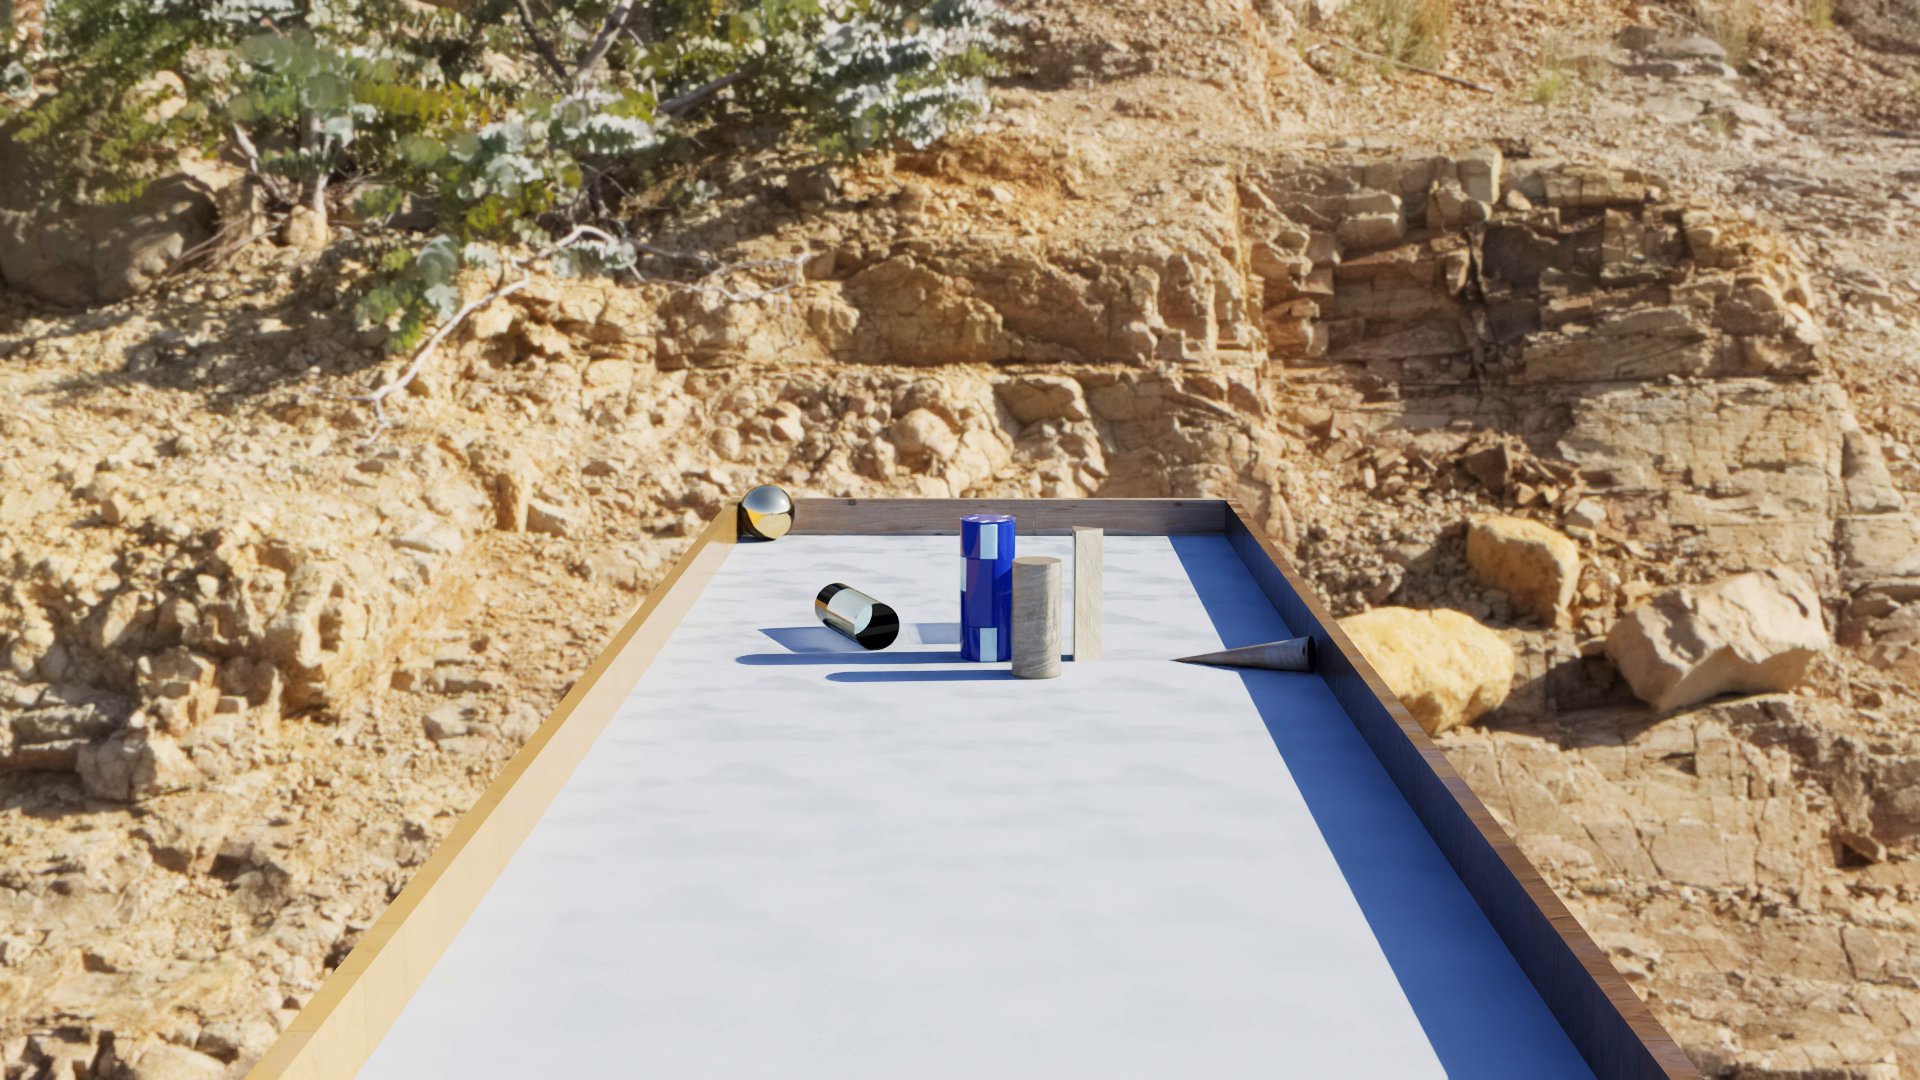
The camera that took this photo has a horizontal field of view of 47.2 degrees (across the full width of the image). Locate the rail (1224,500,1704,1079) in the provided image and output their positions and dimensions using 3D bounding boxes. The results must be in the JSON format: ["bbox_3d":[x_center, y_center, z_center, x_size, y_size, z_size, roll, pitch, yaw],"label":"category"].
[{"bbox_3d":[1.046,0.843,3.208,0.050,0.150,12.000,0,9,1],"label":"rail"}]

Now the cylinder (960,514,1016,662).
[{"bbox_3d":[0.084,0.146,6.720,0.169,0.429,0.169,0,9,0],"label":"cylinder"}]

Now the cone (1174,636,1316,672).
[{"bbox_3d":[0.837,0.353,6.610,0.449,0.109,0.109,-4,7,23],"label":"cone"}]

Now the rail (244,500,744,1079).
[{"bbox_3d":[-1.004,0.839,3.234,0.050,0.150,12.000,0,9,1],"label":"rail"}]

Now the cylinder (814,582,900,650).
[{"bbox_3d":[-0.331,0.241,7.008,0.150,0.150,0.391,-4,10,-22],"label":"cylinder"}]

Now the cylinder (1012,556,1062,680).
[{"bbox_3d":[0.225,0.228,6.477,0.147,0.342,0.147,0,9,0],"label":"cylinder"}]

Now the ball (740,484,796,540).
[{"bbox_3d":[-0.789,-0.114,9.000,0.228,0.228,0.228,0,9,0],"label":"ball"}]

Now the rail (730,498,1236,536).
[{"bbox_3d":[0.099,-0.098,9.147,2.100,0.150,0.050,0,9,1],"label":"rail"}]

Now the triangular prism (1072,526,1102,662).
[{"bbox_3d":[0.368,0.161,6.711,0.101,0.401,0.088,-5,10,-31],"label":"triangular prism"}]
